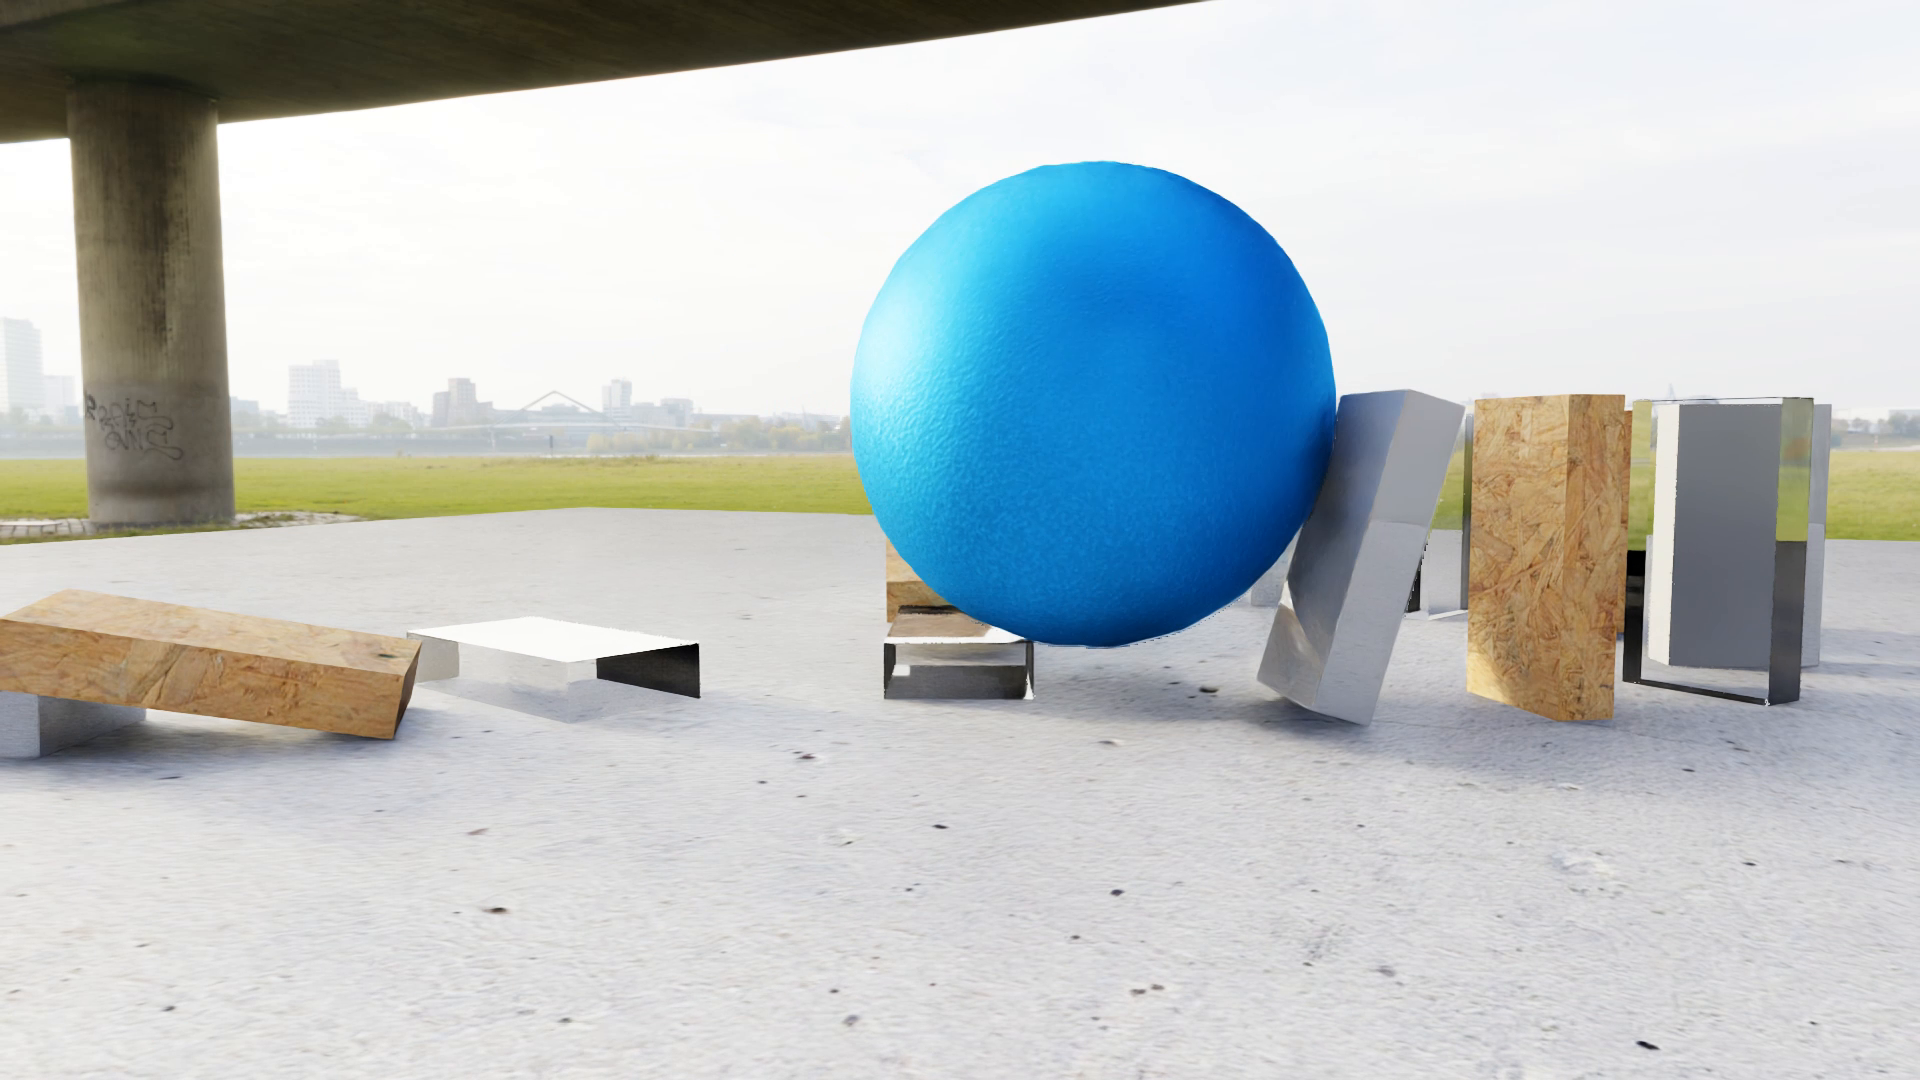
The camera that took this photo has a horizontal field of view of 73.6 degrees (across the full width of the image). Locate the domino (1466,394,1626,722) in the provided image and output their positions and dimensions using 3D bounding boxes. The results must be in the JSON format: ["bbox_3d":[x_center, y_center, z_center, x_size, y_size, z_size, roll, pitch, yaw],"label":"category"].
[{"bbox_3d":[0.094,0.002,0.208,0.009,0.050,0.025,-1,4,-10],"label":"domino"}]

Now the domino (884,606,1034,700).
[{"bbox_3d":[0.000,0.020,0.238,0.025,0.009,0.050,0,4,1],"label":"domino"}]

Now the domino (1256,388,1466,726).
[{"bbox_3d":[0.063,0.002,0.204,0.009,0.050,0.025,16,2,-7],"label":"domino"}]

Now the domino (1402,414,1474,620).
[{"bbox_3d":[0.118,-0.006,0.320,0.009,0.050,0.025,4,6,45],"label":"domino"}]

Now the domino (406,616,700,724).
[{"bbox_3d":[-0.071,0.021,0.220,0.050,0.009,0.025,4,6,40],"label":"domino"}]

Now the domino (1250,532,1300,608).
[{"bbox_3d":[0.087,-0.008,0.344,0.009,0.050,0.025,2,5,29],"label":"domino"}]

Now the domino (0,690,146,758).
[{"bbox_3d":[-0.150,0.024,0.185,0.050,0.010,0.025,0,4,-3],"label":"domino"}]

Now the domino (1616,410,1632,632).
[{"bbox_3d":[0.142,-0.004,0.289,0.025,0.050,0.010,-2,5,-29],"label":"domino"}]

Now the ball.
[{"bbox_3d":[0.021,-0.022,0.215,0.080,0.080,0.080,0,4,0],"label":"ball"}]

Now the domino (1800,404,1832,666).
[{"bbox_3d":[0.153,-0.001,0.250,0.025,0.050,0.009,1,4,7],"label":"domino"}]

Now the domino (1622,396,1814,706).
[{"bbox_3d":[0.129,0.001,0.220,0.010,0.050,0.025,-2,5,-30],"label":"domino"}]

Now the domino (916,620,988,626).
[{"bbox_3d":[0.002,0.008,0.324,0.025,0.010,0.050,0,19,0],"label":"domino"}]

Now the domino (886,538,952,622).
[{"bbox_3d":[-0.005,0.005,0.301,0.025,0.009,0.050,-1,19,-3],"label":"domino"}]

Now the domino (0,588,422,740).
[{"bbox_3d":[-0.108,0.018,0.189,0.050,0.009,0.025,11,4,-18],"label":"domino"}]
